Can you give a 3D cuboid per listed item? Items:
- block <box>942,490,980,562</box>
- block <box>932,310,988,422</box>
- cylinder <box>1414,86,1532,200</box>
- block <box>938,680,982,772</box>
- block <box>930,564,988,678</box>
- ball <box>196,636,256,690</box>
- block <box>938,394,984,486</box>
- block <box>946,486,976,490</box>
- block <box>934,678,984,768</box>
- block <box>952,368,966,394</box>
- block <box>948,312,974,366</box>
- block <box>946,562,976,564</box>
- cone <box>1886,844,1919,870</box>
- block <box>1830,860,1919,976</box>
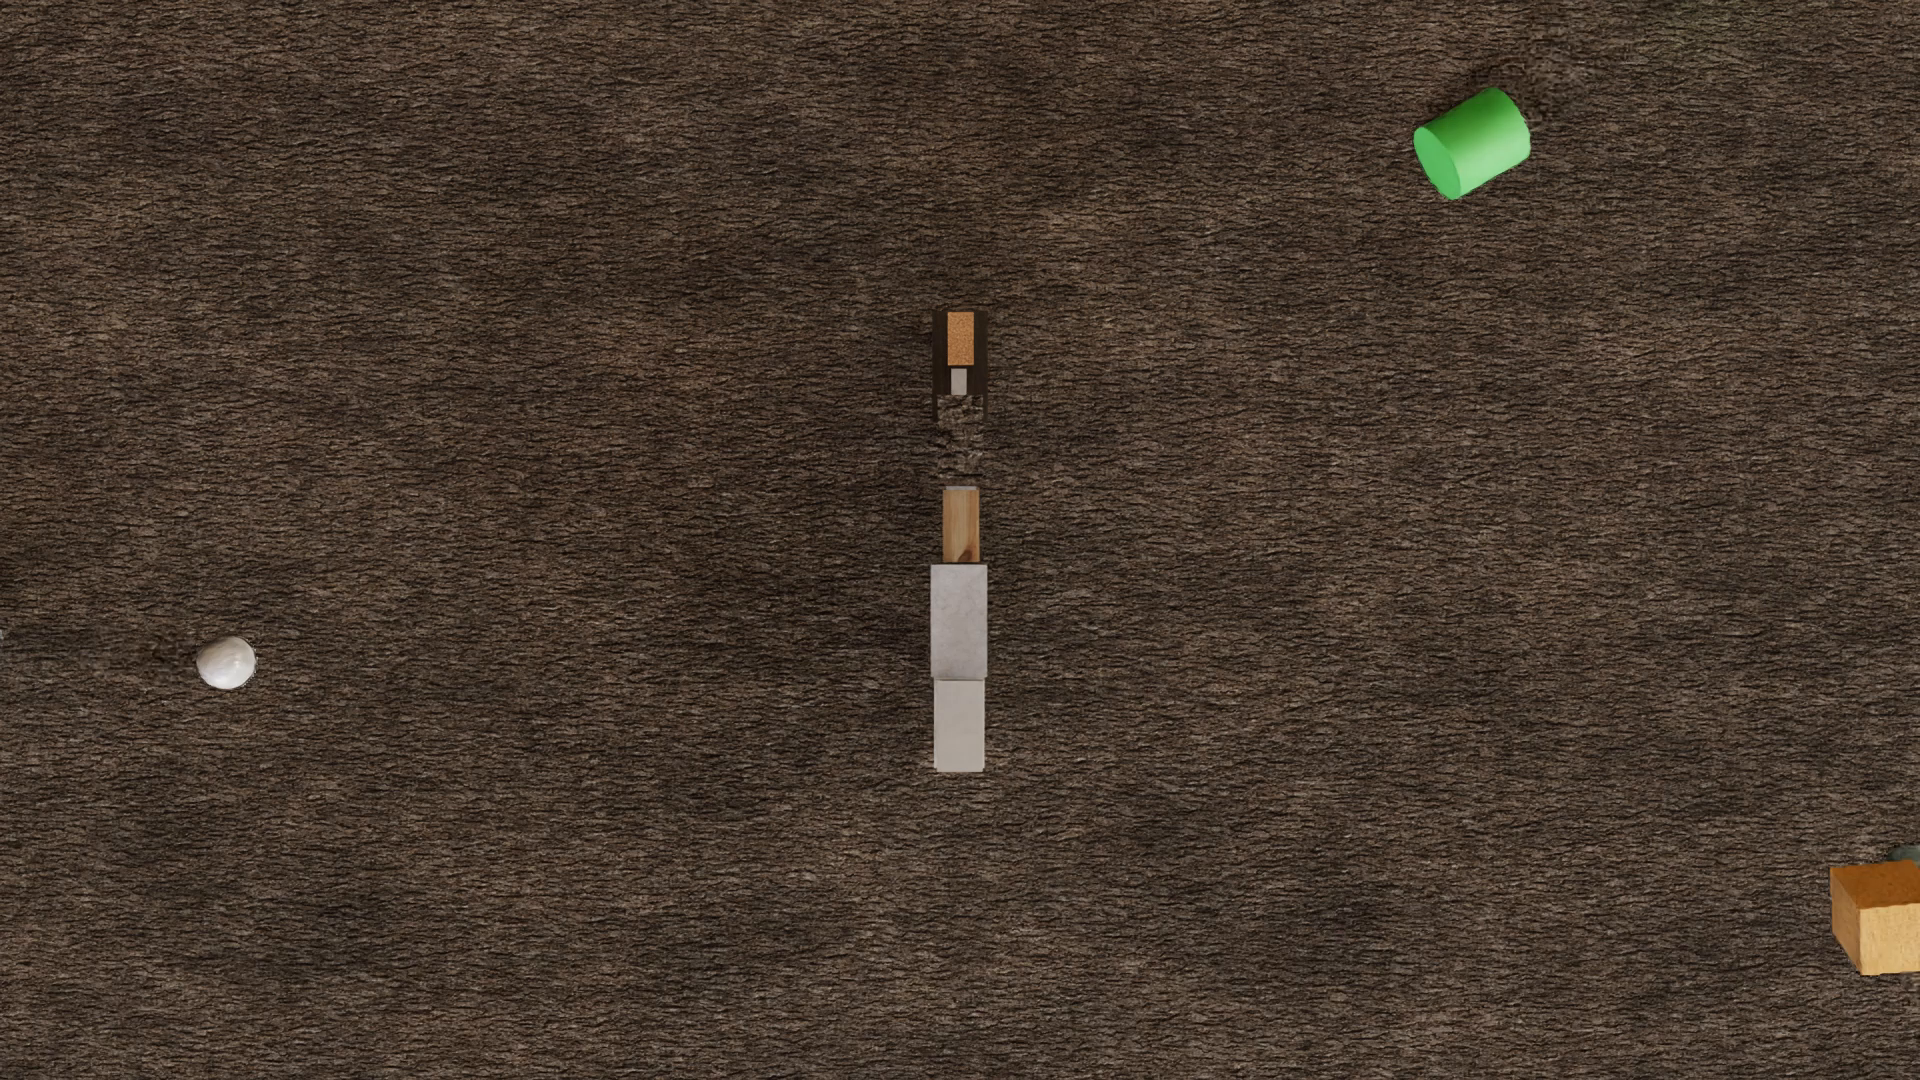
[{"bbox_3d":[0.003,-0.042,5.044,0.110,0.031,0.221,0,90,0],"label":"block"},{"bbox_3d":[0.000,-0.539,5.132,0.172,0.049,0.344,0,90,0],"label":"block"},{"bbox_3d":[1.667,-1.291,5.369,0.262,0.262,0.262,-30,90,0],"label":"cylinder"},{"bbox_3d":[0.000,0.547,4.854,0.134,0.038,0.267,0,90,0],"label":"block"},{"bbox_3d":[-0.003,0.241,4.933,0.167,0.047,0.335,0,90,0],"label":"block"},{"bbox_3d":[-2.407,0.401,5.412,0.176,0.176,0.176,0,90,0],"label":"ball"},{"bbox_3d":[0.001,-0.290,4.823,0.133,0.038,0.266,0,90,0],"label":"block"},{"bbox_3d":[0.005,-0.076,5.294,0.096,0.027,0.193,0,90,0],"label":"block"},{"bbox_3d":[-0.002,0.553,5.163,0.158,0.045,0.315,0,90,0],"label":"block"},{"bbox_3d":[-0.004,-0.474,5.009,0.046,0.013,0.092,0,90,0],"label":"block"},{"bbox_3d":[0.002,-0.603,4.941,0.078,0.022,0.156,0,90,0],"label":"block"},{"bbox_3d":[0.004,0.117,5.304,0.091,0.026,0.183,0,90,0],"label":"block"},{"bbox_3d":[3.126,1.095,5.395,0.159,0.159,0.159,2,96,23],"label":"cone"},{"bbox_3d":[2.249,0.915,4.002,0.186,0.186,0.186,-9,108,10],"label":"block"}]
